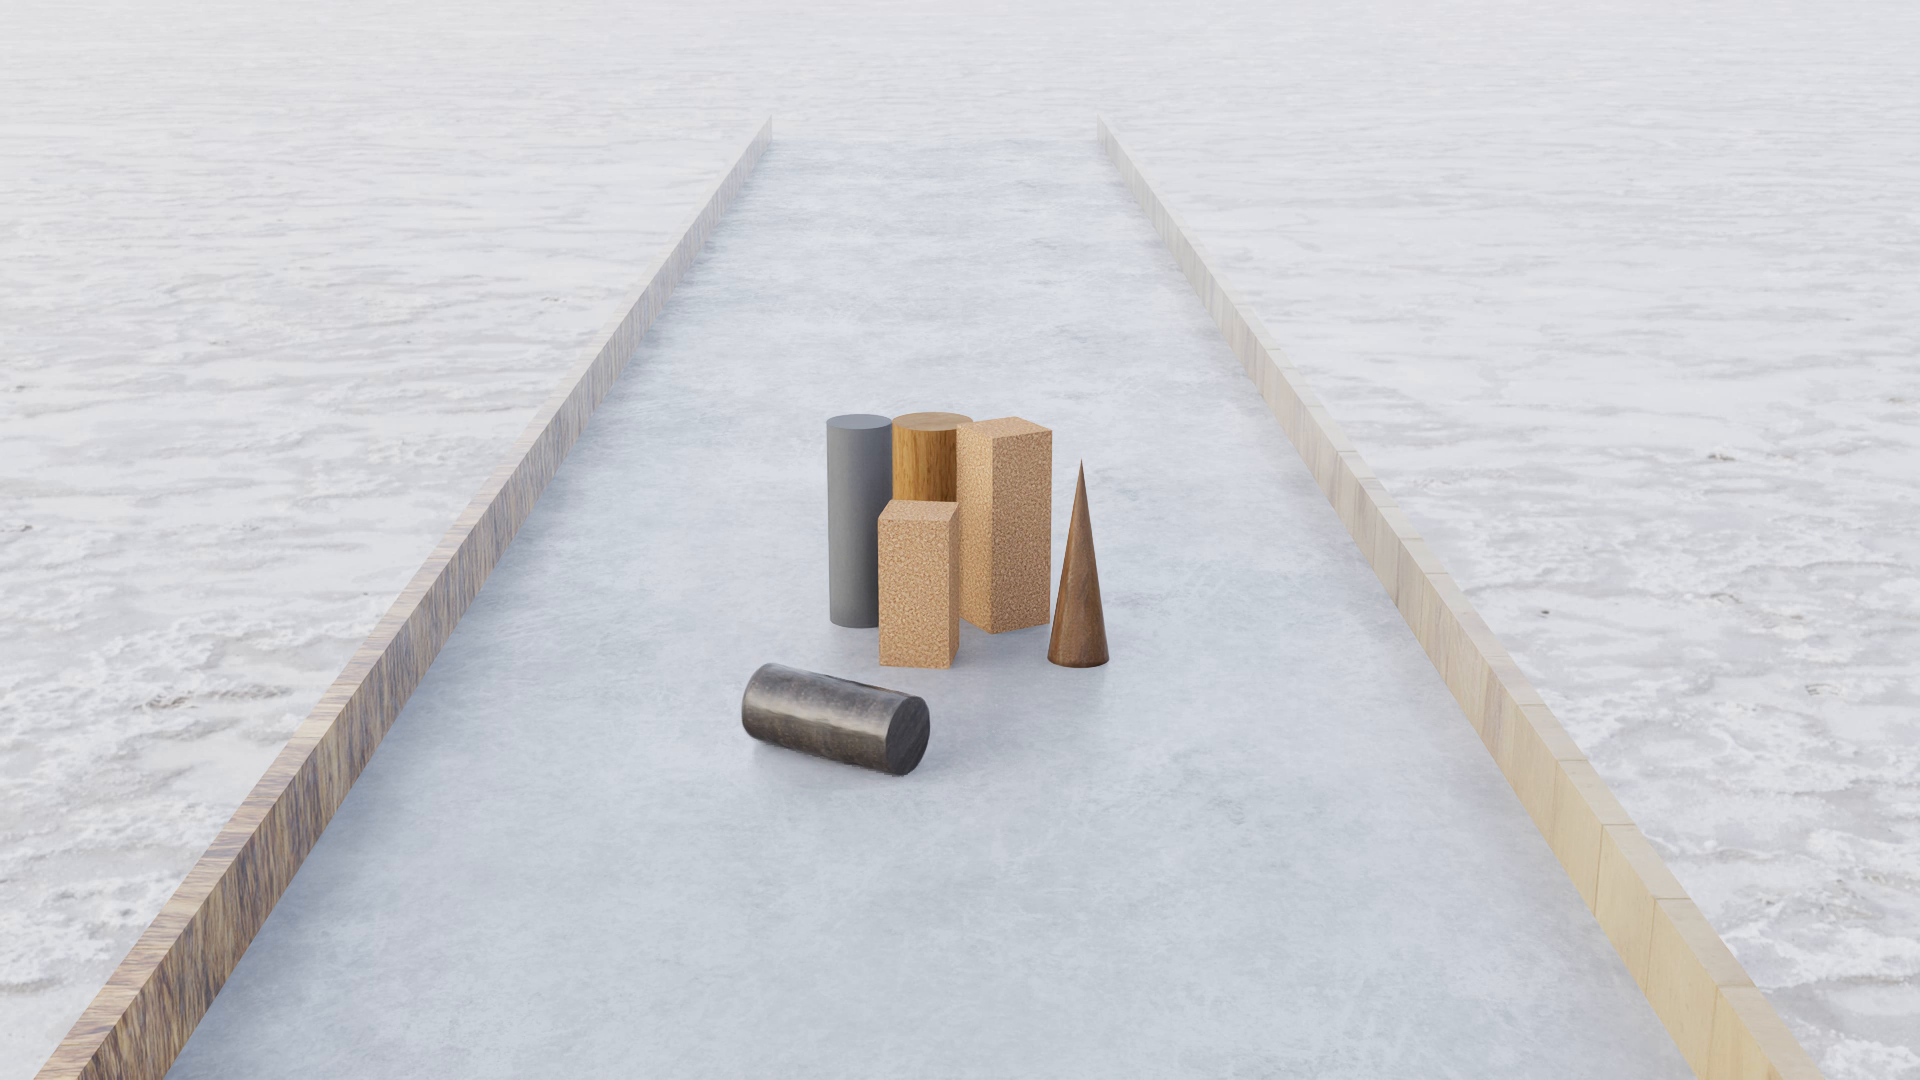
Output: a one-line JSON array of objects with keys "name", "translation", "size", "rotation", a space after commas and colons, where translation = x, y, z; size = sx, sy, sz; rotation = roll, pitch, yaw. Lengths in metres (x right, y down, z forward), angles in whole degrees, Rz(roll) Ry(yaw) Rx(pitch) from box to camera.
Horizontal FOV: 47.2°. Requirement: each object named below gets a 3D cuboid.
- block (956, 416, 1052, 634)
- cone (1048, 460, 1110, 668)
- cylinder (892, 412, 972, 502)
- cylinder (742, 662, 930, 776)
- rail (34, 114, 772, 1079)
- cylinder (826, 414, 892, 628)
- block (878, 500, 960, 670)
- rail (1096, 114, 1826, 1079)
[{"name": "block", "translation": [0.092, -0.033, 4.601], "size": [0.144, 0.419, 0.144], "rotation": [-9, 19, -29]}, {"name": "cone", "translation": [0.238, 0.037, 4.371], "size": [0.126, 0.417, 0.126], "rotation": [0, 17, 0]}, {"name": "cylinder", "translation": [-0.060, -0.084, 4.867], "size": [0.178, 0.367, 0.178], "rotation": [0, 17, 0]}, {"name": "cylinder", "translation": [-0.222, 0.317, 3.915], "size": [0.314, 0.141, 0.141], "rotation": [10, 19, 31]}, {"name": "rail", "translation": [-1.118, -0.838, 7.780], "size": [0.050, 0.150, 12.000], "rotation": [0, 17, -1]}, {"name": "cylinder", "translation": [-0.209, -0.040, 4.607], "size": [0.136, 0.429, 0.136], "rotation": [0, 17, 0]}, {"name": "block", "translation": [-0.081, 0.088, 4.396], "size": [0.140, 0.305, 0.140], "rotation": [2, 17, 8]}, {"name": "rail", "translation": [0.932, -0.844, 7.801], "size": [0.050, 0.150, 12.000], "rotation": [0, 17, -1]}]
